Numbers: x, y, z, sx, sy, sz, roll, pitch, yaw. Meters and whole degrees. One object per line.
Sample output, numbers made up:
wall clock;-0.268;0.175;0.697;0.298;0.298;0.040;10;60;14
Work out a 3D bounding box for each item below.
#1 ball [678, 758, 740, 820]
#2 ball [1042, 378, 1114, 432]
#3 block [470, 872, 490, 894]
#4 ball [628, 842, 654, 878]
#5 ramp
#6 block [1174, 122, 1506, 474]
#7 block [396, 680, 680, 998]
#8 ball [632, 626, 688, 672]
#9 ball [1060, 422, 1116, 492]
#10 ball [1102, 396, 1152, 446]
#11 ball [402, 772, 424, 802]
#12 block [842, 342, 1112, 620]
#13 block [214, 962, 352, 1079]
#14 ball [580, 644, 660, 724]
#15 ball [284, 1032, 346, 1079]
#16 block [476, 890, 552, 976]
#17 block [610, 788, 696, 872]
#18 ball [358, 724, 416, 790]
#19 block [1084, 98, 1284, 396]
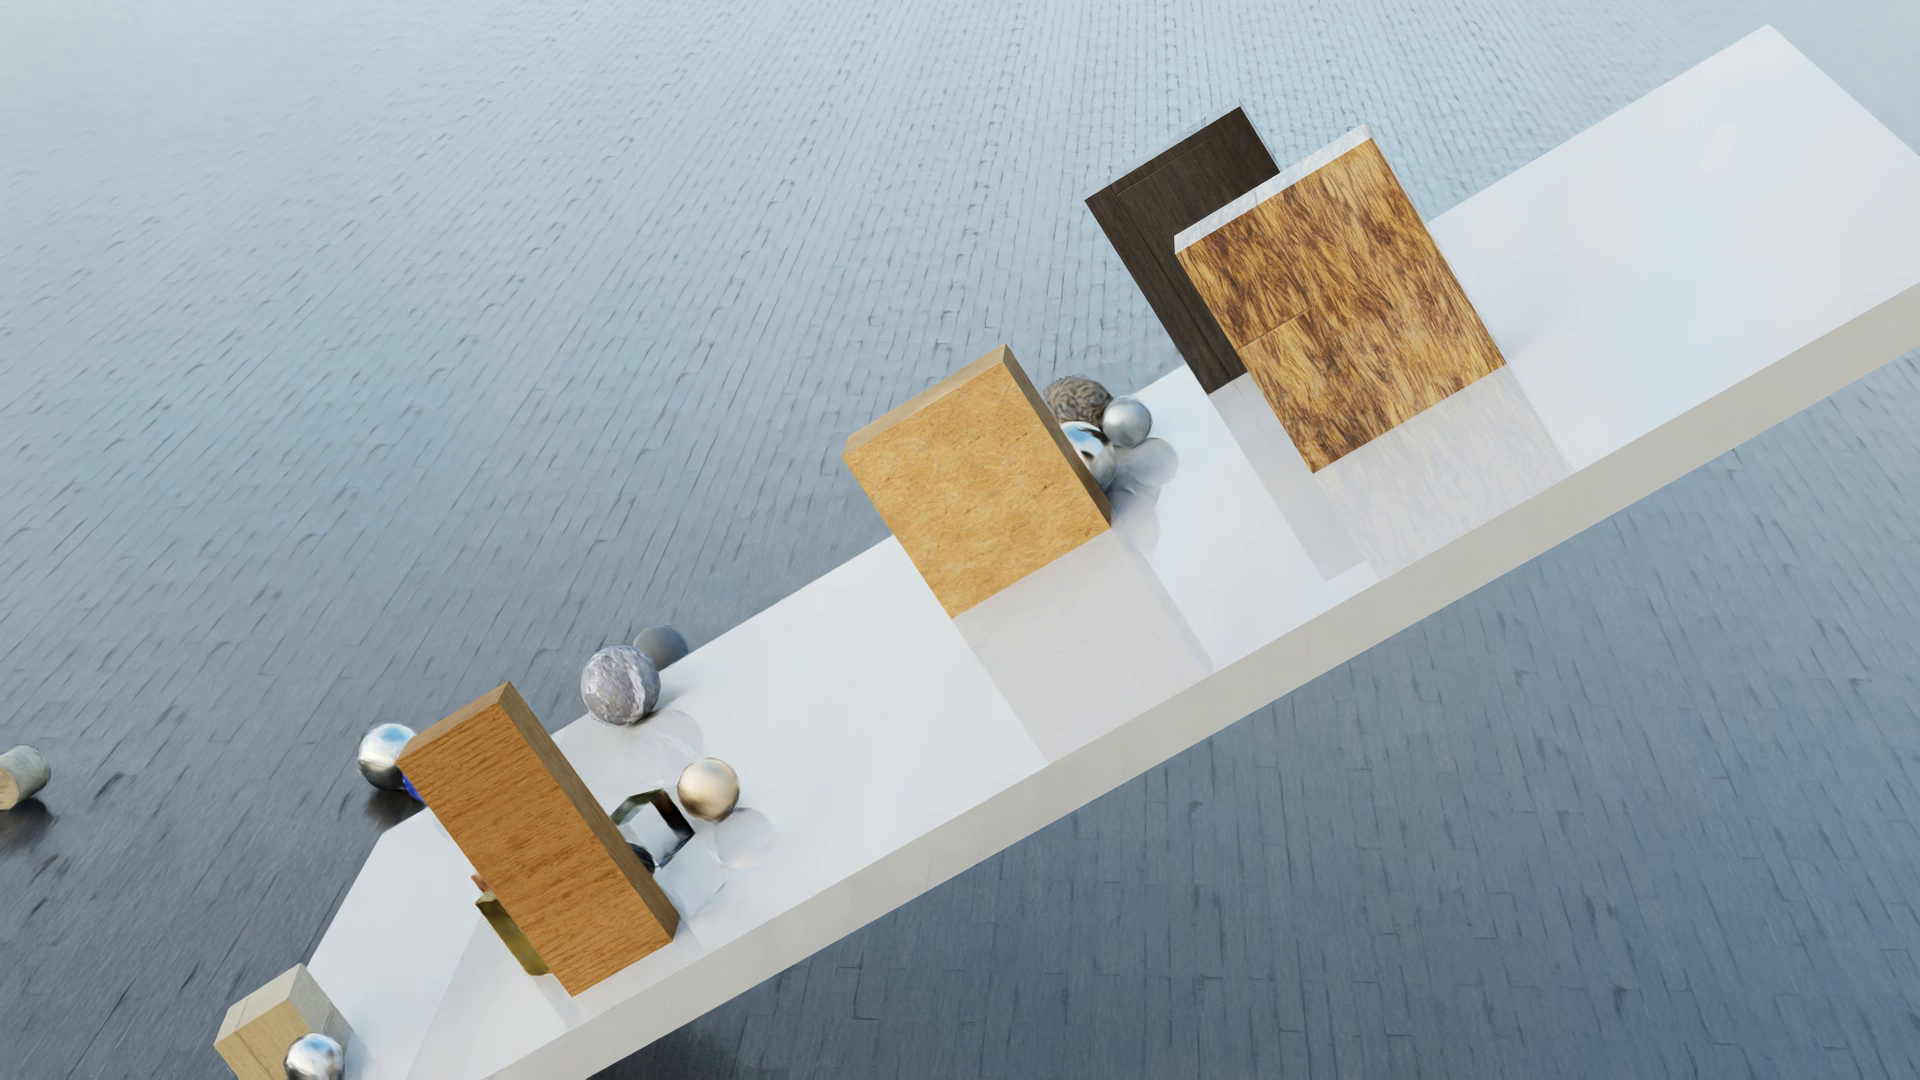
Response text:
ball;-0.524;0.520;6.133;0.131;0.131;0.131;0;20;0
ball;0.275;-0.285;6.868;0.191;0.191;0.191;0;20;0
block;-0.864;0.703;6.165;0.185;0.185;0.185;-20;20;41
ball;-0.682;0.675;6.008;0.115;0.115;0.115;0;20;0
ramp;0.140;0.170;6.292;4.000;0.100;2.000;-30;15;13
block;0.750;-0.476;5.815;0.438;0.529;0.147;-30;15;13
block;-0.807;0.578;5.661;0.240;0.584;0.105;-30;15;13
ball;-0.784;0.297;7.683;0.149;0.149;0.149;0;20;0
ball;0.257;-0.172;6.564;0.186;0.186;0.186;0;20;0
ball;0.382;-0.272;6.749;0.117;0.117;0.117;0;20;0
ball;-1.377;0.613;7.627;0.134;0.134;0.134;0;20;0
block;0.039;-0.127;6.386;0.409;0.437;0.144;-30;15;13
block;-1.436;1.056;6.249;0.189;0.189;0.189;-32;15;5
ball;-0.828;0.353;7.169;0.195;0.195;0.195;0;20;0
ball;-1.335;1.082;6.083;0.124;0.124;0.124;0;20;0
block;-0.811;0.738;5.933;0.192;0.192;0.192;-16;23;49
block;-0.658;0.612;6.145;0.122;0.122;0.122;-18;22;46
ball;-1.568;0.599;8.119;0.186;0.186;0.186;0;20;0
block;0.599;-0.666;6.707;0.408;0.539;0.099;-30;15;13
